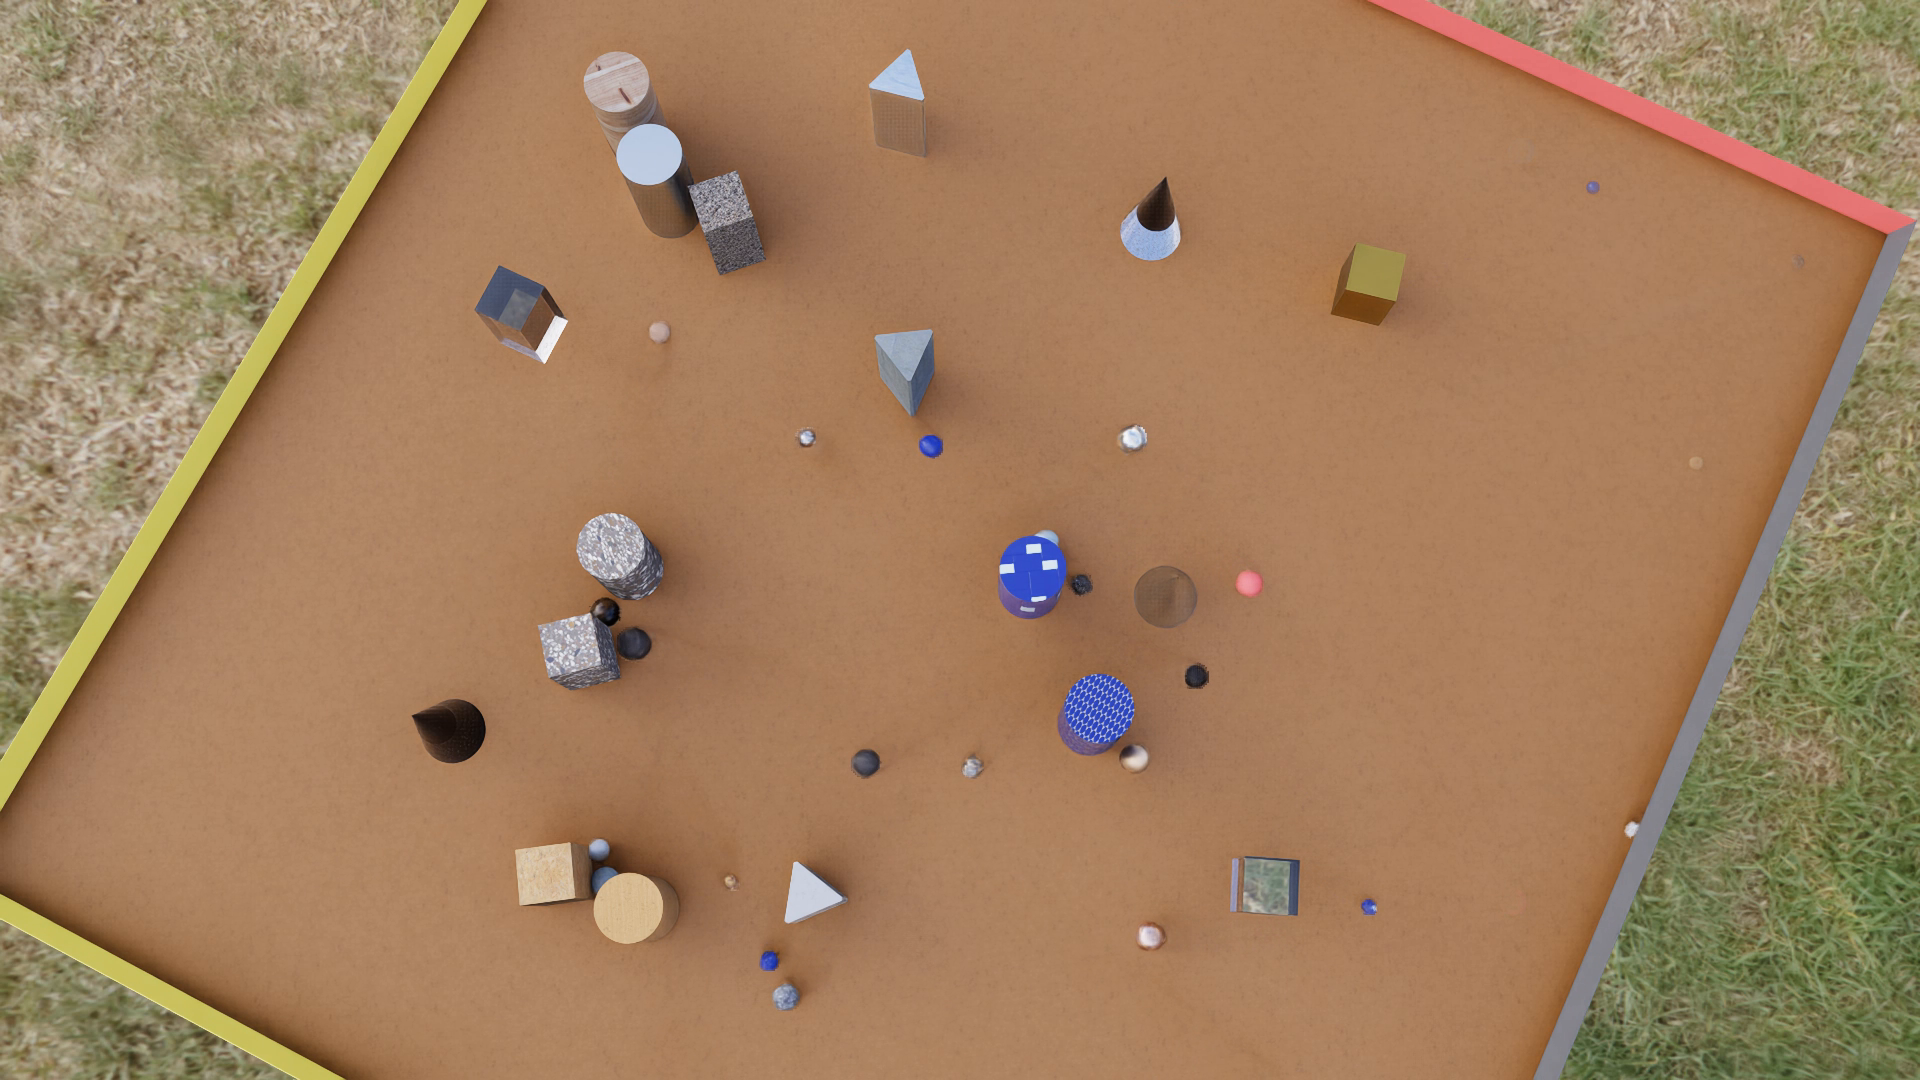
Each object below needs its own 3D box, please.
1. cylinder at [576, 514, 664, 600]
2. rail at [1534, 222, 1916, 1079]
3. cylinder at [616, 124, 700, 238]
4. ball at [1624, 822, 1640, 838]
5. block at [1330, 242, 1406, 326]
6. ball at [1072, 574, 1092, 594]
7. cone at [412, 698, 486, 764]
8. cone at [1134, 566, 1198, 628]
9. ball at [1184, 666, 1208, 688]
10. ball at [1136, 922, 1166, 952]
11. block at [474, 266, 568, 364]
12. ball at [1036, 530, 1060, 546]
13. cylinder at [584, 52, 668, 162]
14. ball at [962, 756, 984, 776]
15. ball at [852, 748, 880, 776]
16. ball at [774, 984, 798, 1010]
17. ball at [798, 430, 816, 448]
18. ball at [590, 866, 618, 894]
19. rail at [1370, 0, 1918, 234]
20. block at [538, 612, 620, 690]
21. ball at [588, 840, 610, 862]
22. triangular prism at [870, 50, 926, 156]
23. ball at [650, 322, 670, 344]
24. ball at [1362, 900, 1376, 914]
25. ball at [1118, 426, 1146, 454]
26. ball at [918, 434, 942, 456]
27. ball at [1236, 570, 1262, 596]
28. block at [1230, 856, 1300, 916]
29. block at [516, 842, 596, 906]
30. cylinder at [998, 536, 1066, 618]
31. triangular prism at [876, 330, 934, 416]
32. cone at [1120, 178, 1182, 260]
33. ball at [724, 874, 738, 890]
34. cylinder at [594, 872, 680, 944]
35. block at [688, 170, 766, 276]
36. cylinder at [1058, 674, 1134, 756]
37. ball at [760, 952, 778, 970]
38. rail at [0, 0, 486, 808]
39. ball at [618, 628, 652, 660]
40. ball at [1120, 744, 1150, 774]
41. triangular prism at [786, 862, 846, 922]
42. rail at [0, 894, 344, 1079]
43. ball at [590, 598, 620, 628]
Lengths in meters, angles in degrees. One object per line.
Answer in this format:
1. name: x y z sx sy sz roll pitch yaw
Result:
1. cylinder: -1.002 0.053 5.425 0.193 0.353 0.193 0 78 0
2. rail: 1.956 0.964 5.352 0.045 0.126 4.465 26 80 5
3. cylinder: -0.917 -1.095 5.622 0.193 0.433 0.193 0 78 0
4. ball: 1.989 0.856 5.417 0.045 0.045 0.045 0 78 0
5. block: 1.260 -0.788 5.660 0.155 0.233 0.155 14 79 3
6. ball: 0.369 0.135 5.558 0.059 0.059 0.059 0 78 0
7. cone: -1.520 0.530 5.287 0.193 0.430 0.193 0 78 0
8. cone: 0.626 0.139 5.410 0.193 0.347 0.193 0 78 0
9. ball: 0.707 0.410 5.497 0.068 0.068 0.068 0 78 0
10. ball: 0.555 1.154 5.334 0.085 0.085 0.085 0 78 0
11. block: -1.335 -0.685 5.592 0.155 0.325 0.155 25 79 5
12. ball: 0.262 0.008 5.574 0.080 0.080 0.080 0 78 0
13. cylinder: -1.015 -1.307 5.646 0.193 0.472 0.193 0 78 0
14. ball: 0.039 0.672 5.446 0.061 0.061 0.061 0 78 0
15. ball: -0.277 0.661 5.438 0.082 0.082 0.082 0 78 0
16. ball: -0.503 1.322 5.305 0.074 0.074 0.074 0 78 0
17. ball: -0.472 -0.313 5.652 0.057 0.057 0.057 0 78 0
18. ball: -1.038 1.000 5.366 0.086 0.086 0.086 0 78 0
19. rail: 0.988 -1.928 5.950 4.420 0.126 0.045 26 80 5
20. block: -1.116 0.332 5.392 0.155 0.306 0.155 -14 79 -3
21. ball: -1.062 0.914 5.395 0.062 0.062 0.062 0 78 0
22. triangular prism: -0.172 -1.359 5.683 0.167 0.421 0.145 14 79 3
23. ball: -0.938 -0.647 5.718 0.064 0.064 0.064 0 78 0
24. ball: 1.198 1.074 5.373 0.041 0.041 0.041 0 78 0
25. ball: 0.527 -0.308 5.637 0.086 0.086 0.086 0 78 0
26. ball: -0.092 -0.290 5.641 0.070 0.070 0.070 0 78 0
27. ball: 0.875 0.131 5.548 0.080 0.080 0.080 0 78 0
28. block: 0.877 0.999 5.284 0.155 0.247 0.155 4 78 1
29. block: -1.161 0.964 5.270 0.155 0.288 0.155 -7 78 -2
30. cylinder: 0.211 0.114 5.433 0.193 0.313 0.193 0 78 0
31. triangular prism: -0.139 -0.530 5.527 0.145 0.390 0.167 -36 81 -7
32. cone: 0.606 -1.024 5.601 0.193 0.445 0.193 0 78 0
33. ball: -0.672 1.007 5.385 0.045 0.045 0.045 0 78 0
34. cylinder: -0.923 1.055 5.246 0.193 0.299 0.193 0 78 0
35. block: -0.712 -0.969 5.629 0.155 0.368 0.155 -19 79 -4
36. cylinder: 0.389 0.510 5.304 0.193 0.406 0.193 0 78 0
37. ball: -0.555 1.225 5.336 0.053 0.053 0.053 0 78 0
38. rail: -1.956 -0.951 5.748 0.045 0.126 4.465 26 80 5
39. ball: -0.975 0.313 5.502 0.097 0.097 0.097 0 78 0
40. ball: 0.519 0.648 5.437 0.090 0.090 0.090 0 78 0
41. triangular prism: -0.434 0.996 5.262 0.167 0.290 0.145 -22 79 -4
42. rail: -0.988 1.941 5.150 4.420 0.126 0.045 26 80 5
43. ball: -1.070 0.219 5.525 0.090 0.090 0.090 0 78 0
